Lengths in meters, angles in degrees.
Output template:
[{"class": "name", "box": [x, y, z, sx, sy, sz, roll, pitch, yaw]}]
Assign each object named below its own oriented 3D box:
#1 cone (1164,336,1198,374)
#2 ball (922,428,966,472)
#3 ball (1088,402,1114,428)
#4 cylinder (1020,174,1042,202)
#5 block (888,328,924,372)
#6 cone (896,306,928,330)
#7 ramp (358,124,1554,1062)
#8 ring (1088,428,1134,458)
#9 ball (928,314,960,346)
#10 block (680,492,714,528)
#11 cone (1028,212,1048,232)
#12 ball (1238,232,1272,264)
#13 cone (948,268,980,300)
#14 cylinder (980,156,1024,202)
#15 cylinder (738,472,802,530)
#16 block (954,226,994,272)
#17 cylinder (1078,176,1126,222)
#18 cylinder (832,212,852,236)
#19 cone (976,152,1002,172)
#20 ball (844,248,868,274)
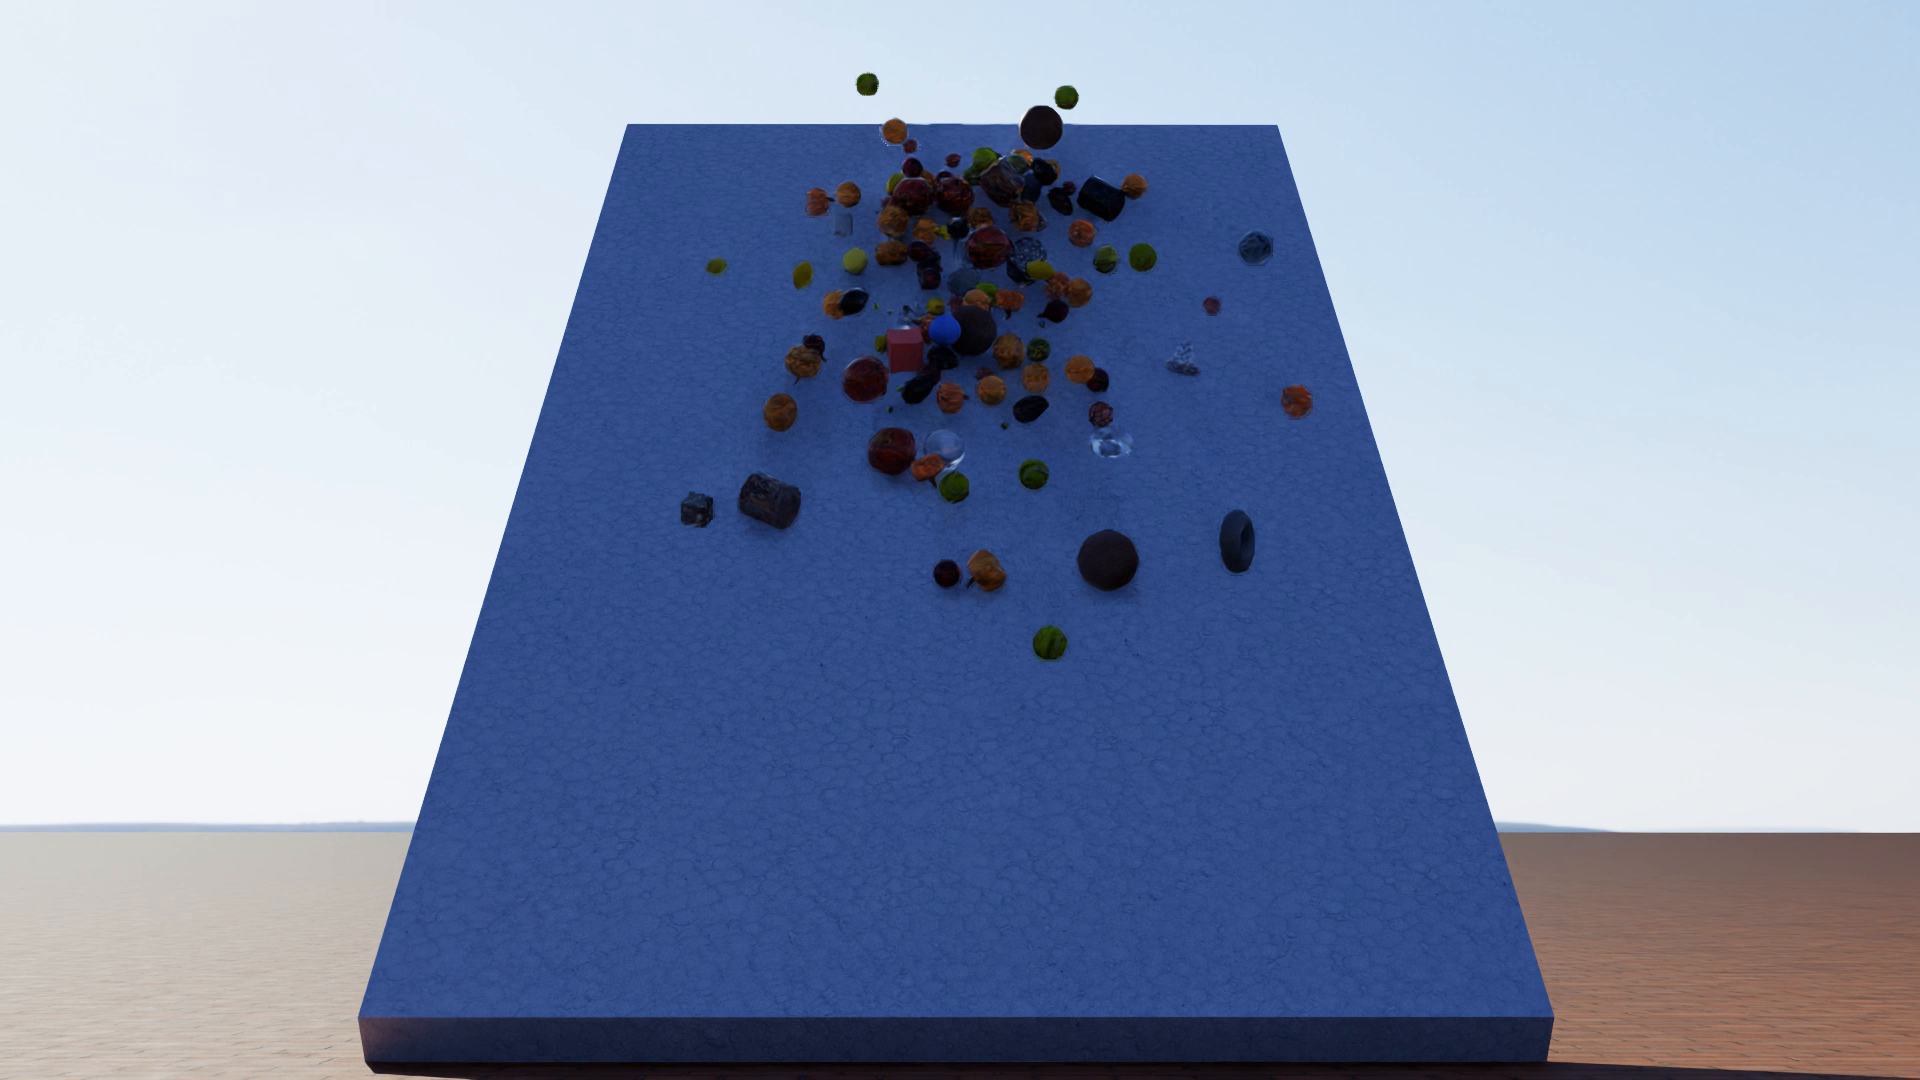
[{"class": "cone", "box": [0.558, -0.466, 6.028, 0.088, 0.088, 0.088, 13, -12, 3]}, {"class": "ball", "box": [-0.037, -0.208, 5.628, 0.098, 0.098, 0.098, 0, -7, 0]}, {"class": "ball", "box": [0.336, -0.299, 5.818, 0.061, 0.061, 0.061, 0, -7, 0]}, {"class": "cylinder", "box": [0.203, -1.005, 6.955, 0.059, 0.059, 0.059, 1, -38, -11]}, {"class": "block", "box": [-0.137, -0.474, 6.083, 0.080, 0.080, 0.080, -4, 32, -7]}, {"class": "cone", "box": [-0.112, -0.551, 6.216, 0.080, 0.080, 0.080, 16, -12, -19]}, {"class": "ramp", "box": [-0.014, -0.198, 5.803, 2.000, 0.100, 4.000, 0, 31, 0]}, {"class": "ring", "box": [0.354, -0.228, 5.724, 0.109, 0.036, 0.109, 3, 34, -2]}, {"class": "ball", "box": [-0.038, -0.518, 6.026, 0.079, 0.079, 0.079, 0, -7, 0]}, {"class": "block", "box": [-0.587, -0.067, 5.435, 0.054, 0.054, 0.054, 11, 33, 17]}, {"class": "cone", "box": [0.224, -0.897, 6.780, 0.056, 0.056, 0.056, 2, -13, -13]}, {"class": "ball", "box": [0.801, -0.793, 6.606, 0.090, 0.090, 0.090, 0, -7, 0]}, {"class": "cone", "box": [0.018, -0.644, 6.316, 0.088, 0.088, 0.088, -5, -51, -6]}, {"class": "cylinder", "box": [0.113, -0.976, 6.582, 0.090, 0.090, 0.090, -38, 12, 10]}, {"class": "cylinder", "box": [-0.423, -0.087, 5.415, 0.100, 0.100, 0.100, 22, 4, 26]}, {"class": "block", "box": [0.039, -0.784, 6.583, 0.093, 0.093, 0.093, -6, 32, -9]}, {"class": "cylinder", "box": [0.399, -0.961, 6.859, 0.097, 0.097, 0.097, 32, 8, 26]}, {"class": "cylinder", "box": [-0.314, -0.843, 6.511, 0.053, 0.053, 0.053, 3, -5, 0]}, {"class": "cone", "box": [0.074, -1.079, 7.057, 0.086, 0.086, 0.086, -10, 2, -42]}, {"class": "ball", "box": [-0.281, -0.752, 6.553, 0.067, 0.067, 0.067, 0, -7, 0]}]
